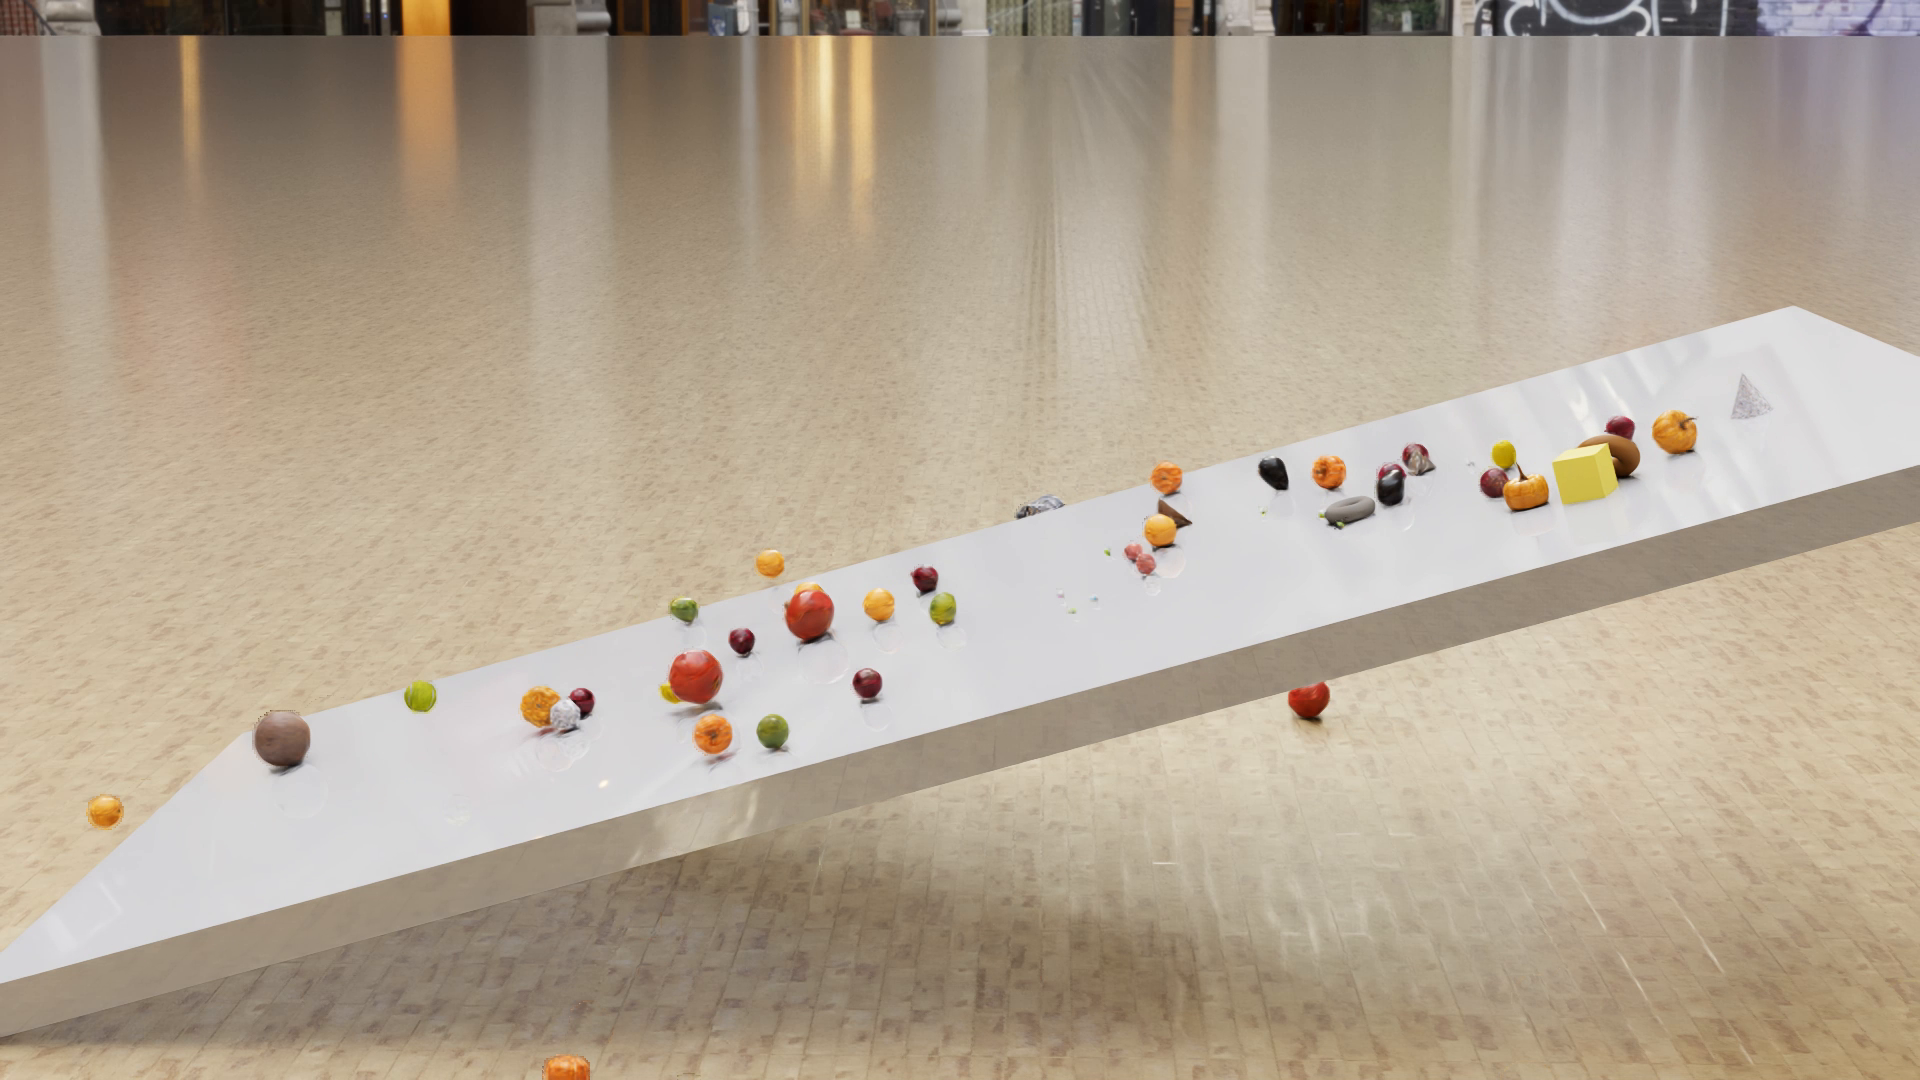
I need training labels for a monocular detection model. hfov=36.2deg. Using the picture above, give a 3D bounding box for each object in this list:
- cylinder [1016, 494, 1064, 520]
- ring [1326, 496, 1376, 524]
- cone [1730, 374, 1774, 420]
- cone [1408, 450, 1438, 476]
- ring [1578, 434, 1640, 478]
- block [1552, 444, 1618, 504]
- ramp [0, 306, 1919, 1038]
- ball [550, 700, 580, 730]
[{"bbox_3d":[0.208,-0.058,7.451,0.092,0.092,0.092,8,23,35],"label":"cylinder"},{"bbox_3d":[0.815,-0.062,6.142,0.107,0.036,0.107,-16,11,3],"label":"ring"},{"bbox_3d":[1.613,-0.302,6.029,0.088,0.088,0.088,-16,10,3],"label":"cone"},{"bbox_3d":[1.016,-0.162,6.410,0.057,0.057,0.057,9,7,-21],"label":"cone"},{"bbox_3d":[1.270,-0.162,5.771,0.128,0.043,0.128,5,-31,3],"label":"ring"},{"bbox_3d":[1.213,-0.128,5.704,0.087,0.087,0.087,-10,11,32],"label":"block"},{"bbox_3d":[0.086,0.188,6.324,4.000,0.100,2.000,-15,10,4],"label":"ramp"},{"bbox_3d":[-0.845,0.375,6.300,0.066,0.066,0.066,0,10,0],"label":"ball"}]
